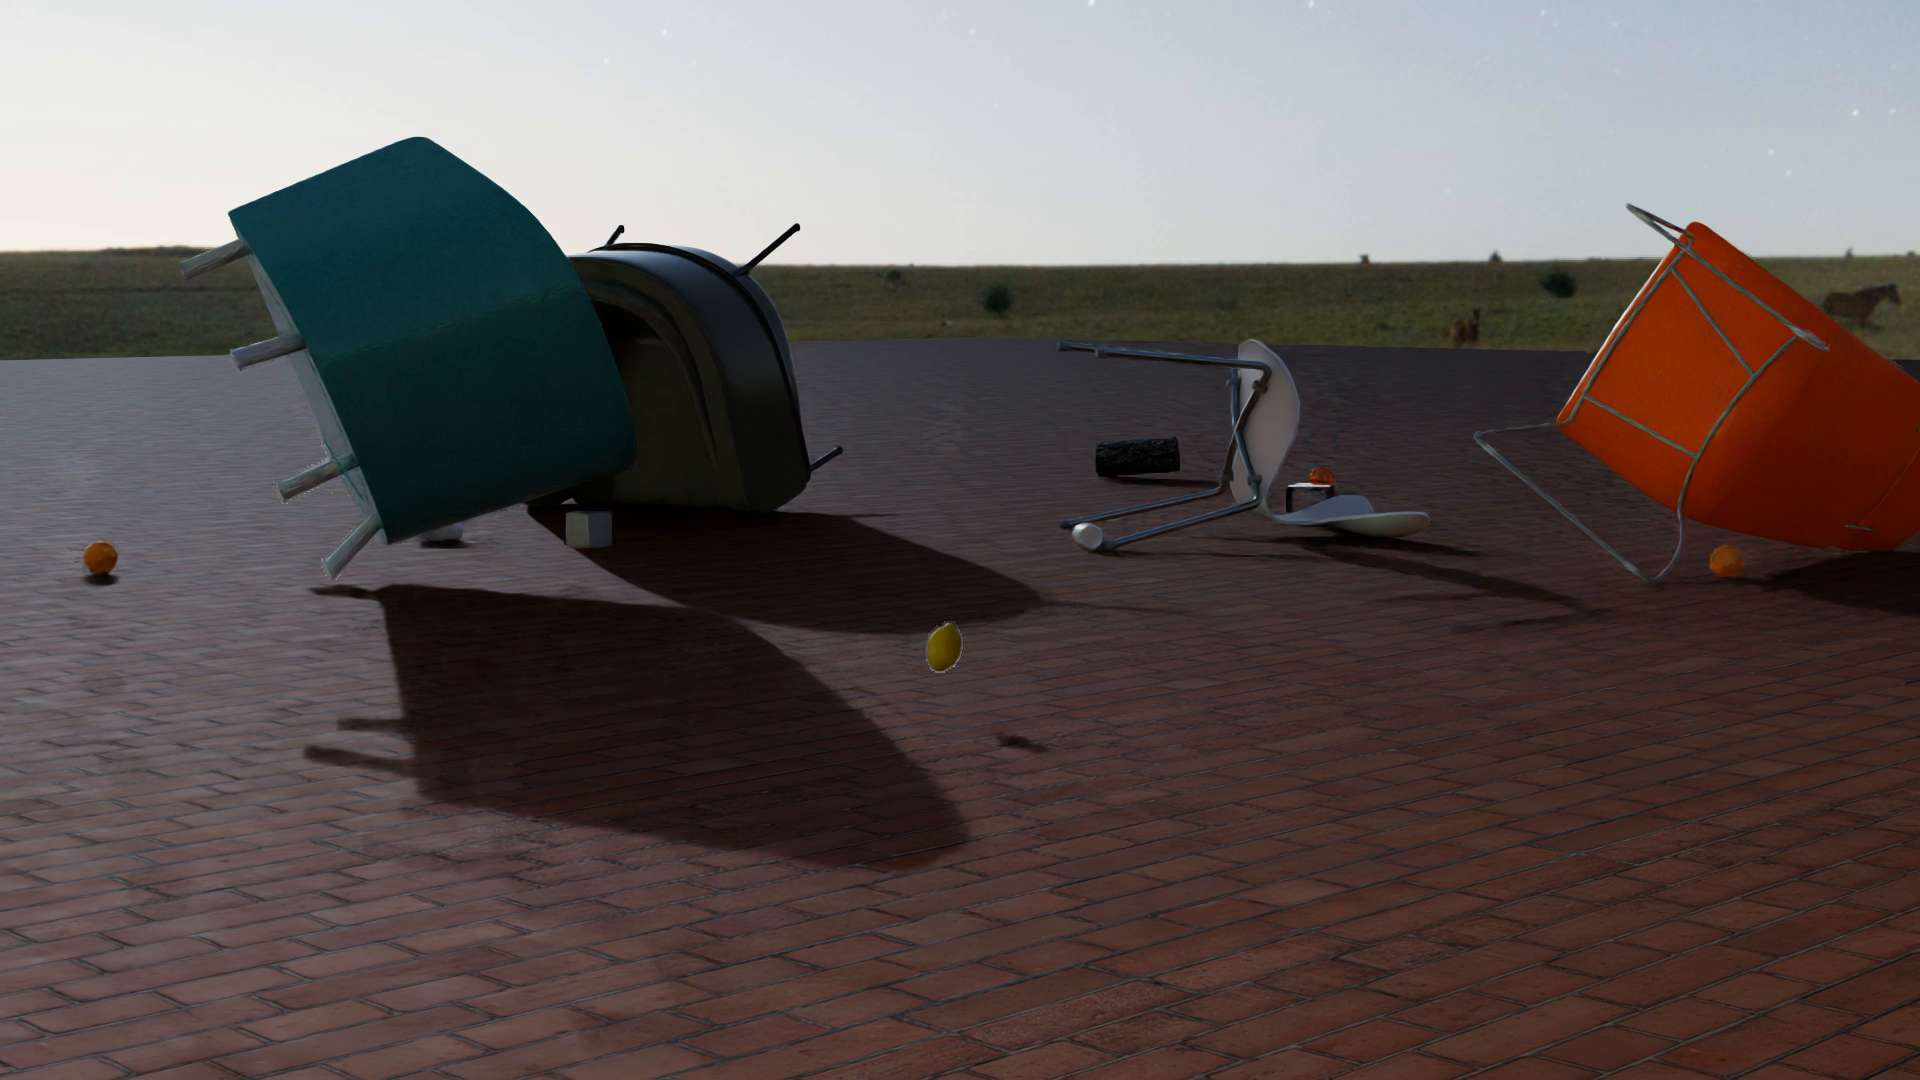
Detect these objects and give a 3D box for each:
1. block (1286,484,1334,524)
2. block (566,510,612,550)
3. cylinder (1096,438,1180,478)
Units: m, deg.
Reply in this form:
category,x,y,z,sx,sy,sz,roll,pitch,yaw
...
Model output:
category,x,y,z,sx,sy,sz,roll,pitch,yaw
block,0.940,-0.098,6.884,0.101,0.097,0.110,2,6,22
block,-0.904,-0.026,6.246,0.076,0.085,0.080,4,7,35
cylinder,0.580,-0.270,8.386,0.261,0.111,0.144,-4,5,9
